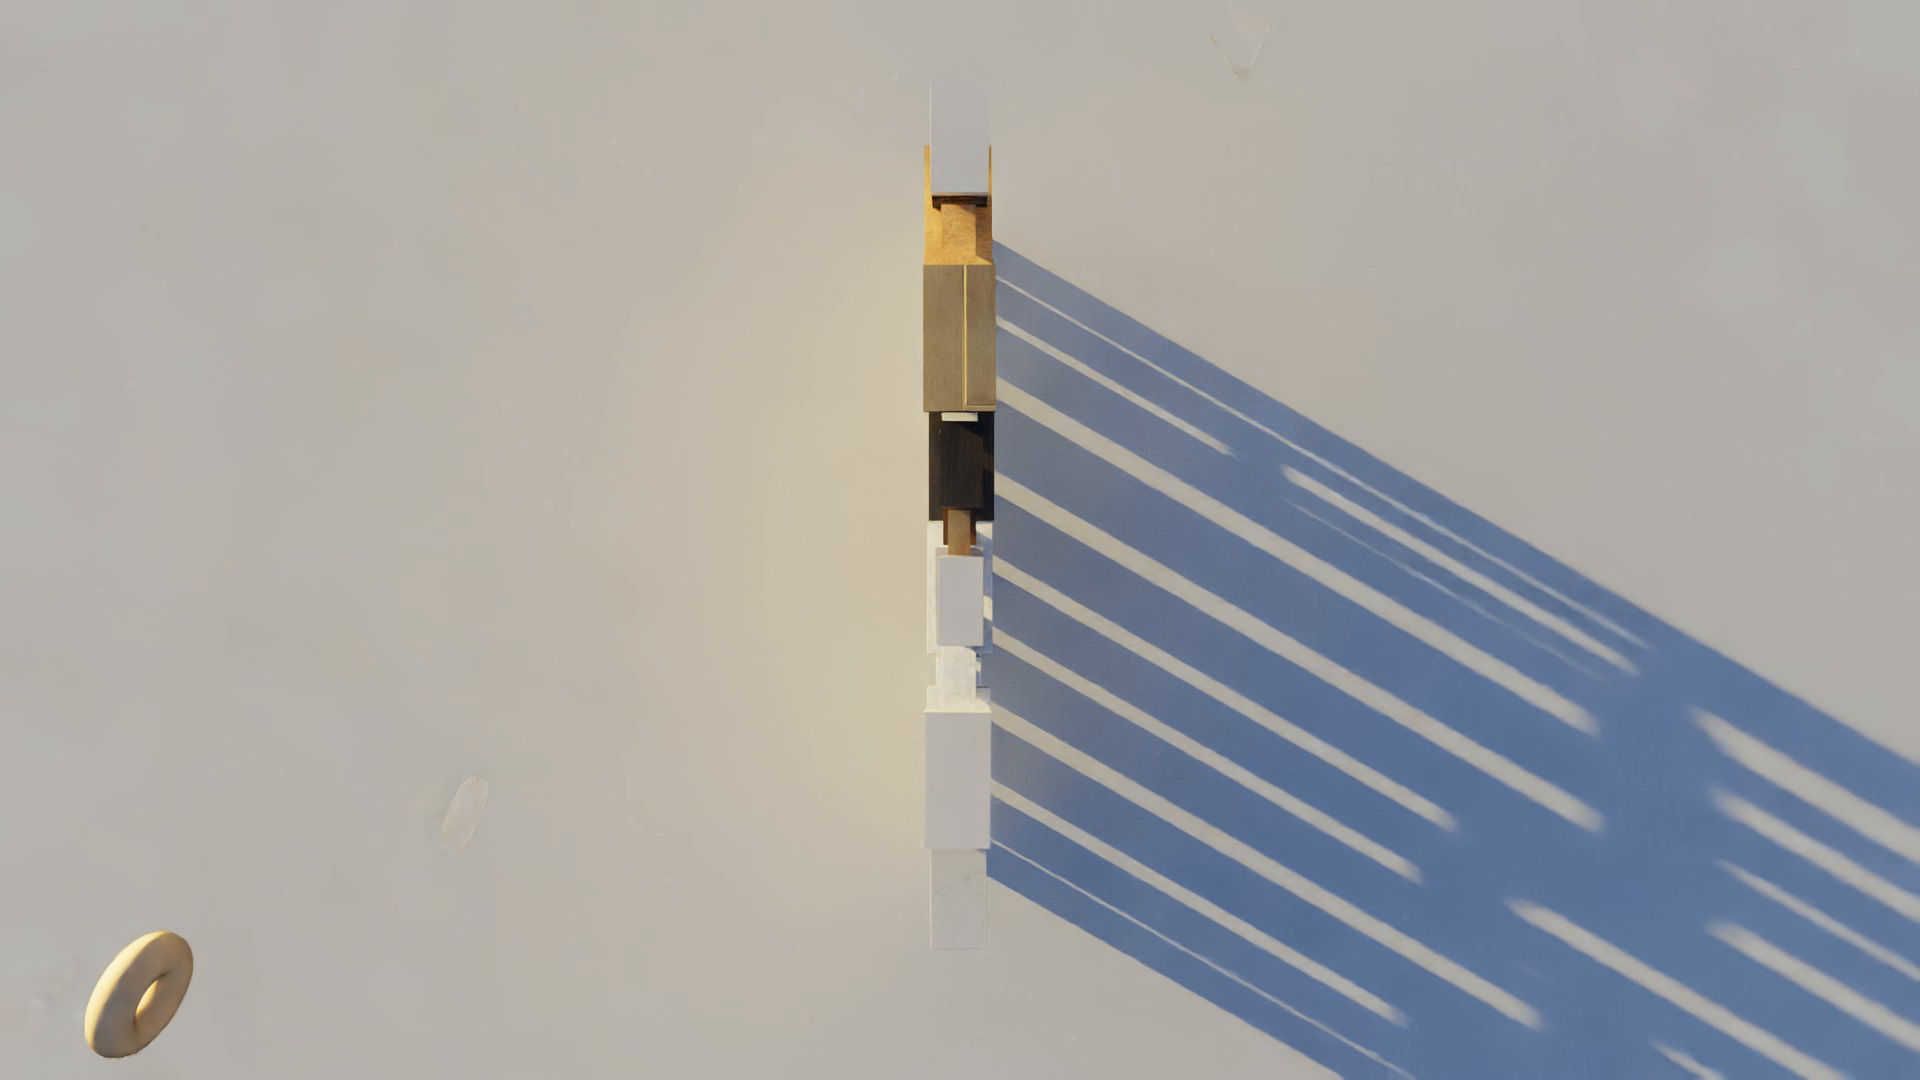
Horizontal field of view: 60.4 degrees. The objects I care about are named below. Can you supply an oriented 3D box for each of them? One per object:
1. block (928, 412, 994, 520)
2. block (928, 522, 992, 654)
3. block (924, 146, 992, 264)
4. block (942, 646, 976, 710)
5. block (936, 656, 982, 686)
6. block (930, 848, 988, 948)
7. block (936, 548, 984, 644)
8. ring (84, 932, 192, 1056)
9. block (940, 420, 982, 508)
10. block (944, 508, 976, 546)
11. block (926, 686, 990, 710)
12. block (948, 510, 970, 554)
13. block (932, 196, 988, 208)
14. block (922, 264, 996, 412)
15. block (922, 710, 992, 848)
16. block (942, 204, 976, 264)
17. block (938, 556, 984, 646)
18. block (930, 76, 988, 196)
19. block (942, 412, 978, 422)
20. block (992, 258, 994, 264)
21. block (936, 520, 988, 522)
[{"bbox_3d":[0.004,-0.227,4.423,0.176,0.050,0.351,0,90,0],"label":"block"},{"bbox_3d":[0.000,0.129,4.426,0.174,0.049,0.348,0,90,0],"label":"block"},{"bbox_3d":[-0.005,-0.801,4.068,0.166,0.047,0.332,0,90,0],"label":"block"},{"bbox_3d":[-0.002,0.337,4.078,0.083,0.024,0.167,0,90,0],"label":"block"},{"bbox_3d":[-0.004,0.509,5.198,0.141,0.040,0.282,0,90,0],"label":"block"},{"bbox_3d":[-0.003,0.909,4.273,0.145,0.041,0.290,0,90,0],"label":"block"},{"bbox_3d":[-0.001,0.140,4.142,0.121,0.034,0.242,0,90,0],"label":"block"},{"bbox_3d":[-2.060,1.141,4.143,0.108,0.325,0.325,21,90,7],"label":"ring"},{"bbox_3d":[0.003,-0.182,3.971,0.103,0.029,0.207,0,90,0],"label":"block"},{"bbox_3d":[-0.001,-0.071,4.218,0.084,0.024,0.168,0,90,0],"label":"block"},{"bbox_3d":[-0.005,0.563,4.427,0.170,0.048,0.339,1,90,1],"label":"block"},{"bbox_3d":[-0.002,-0.019,4.010,0.054,0.015,0.108,0,90,0],"label":"block"},{"bbox_3d":[-0.001,-0.833,3.912,0.132,0.264,0.037,0,90,0],"label":"block"},{"bbox_3d":[-0.001,-0.454,3.721,0.164,0.047,0.328,0,90,0],"label":"block"},{"bbox_3d":[-0.008,0.586,4.047,0.166,0.047,0.332,1,90,1],"label":"block"},{"bbox_3d":[-0.004,-0.705,3.871,0.081,0.023,0.161,0,90,0],"label":"block"},{"bbox_3d":[0.003,0.145,3.901,0.105,0.030,0.210,0,90,0],"label":"block"},{"bbox_3d":[-0.001,-0.921,3.762,0.132,0.037,0.264,0,90,0],"label":"block"},{"bbox_3d":[0.000,-0.250,4.206,0.090,0.026,0.180,0,90,0],"label":"block"},{"bbox_3d":[0.005,-0.581,4.448,0.174,0.049,0.347,0,90,0],"label":"block"},{"bbox_3d":[0.004,-0.144,4.821,0.152,0.043,0.303,0,90,0],"label":"block"}]
